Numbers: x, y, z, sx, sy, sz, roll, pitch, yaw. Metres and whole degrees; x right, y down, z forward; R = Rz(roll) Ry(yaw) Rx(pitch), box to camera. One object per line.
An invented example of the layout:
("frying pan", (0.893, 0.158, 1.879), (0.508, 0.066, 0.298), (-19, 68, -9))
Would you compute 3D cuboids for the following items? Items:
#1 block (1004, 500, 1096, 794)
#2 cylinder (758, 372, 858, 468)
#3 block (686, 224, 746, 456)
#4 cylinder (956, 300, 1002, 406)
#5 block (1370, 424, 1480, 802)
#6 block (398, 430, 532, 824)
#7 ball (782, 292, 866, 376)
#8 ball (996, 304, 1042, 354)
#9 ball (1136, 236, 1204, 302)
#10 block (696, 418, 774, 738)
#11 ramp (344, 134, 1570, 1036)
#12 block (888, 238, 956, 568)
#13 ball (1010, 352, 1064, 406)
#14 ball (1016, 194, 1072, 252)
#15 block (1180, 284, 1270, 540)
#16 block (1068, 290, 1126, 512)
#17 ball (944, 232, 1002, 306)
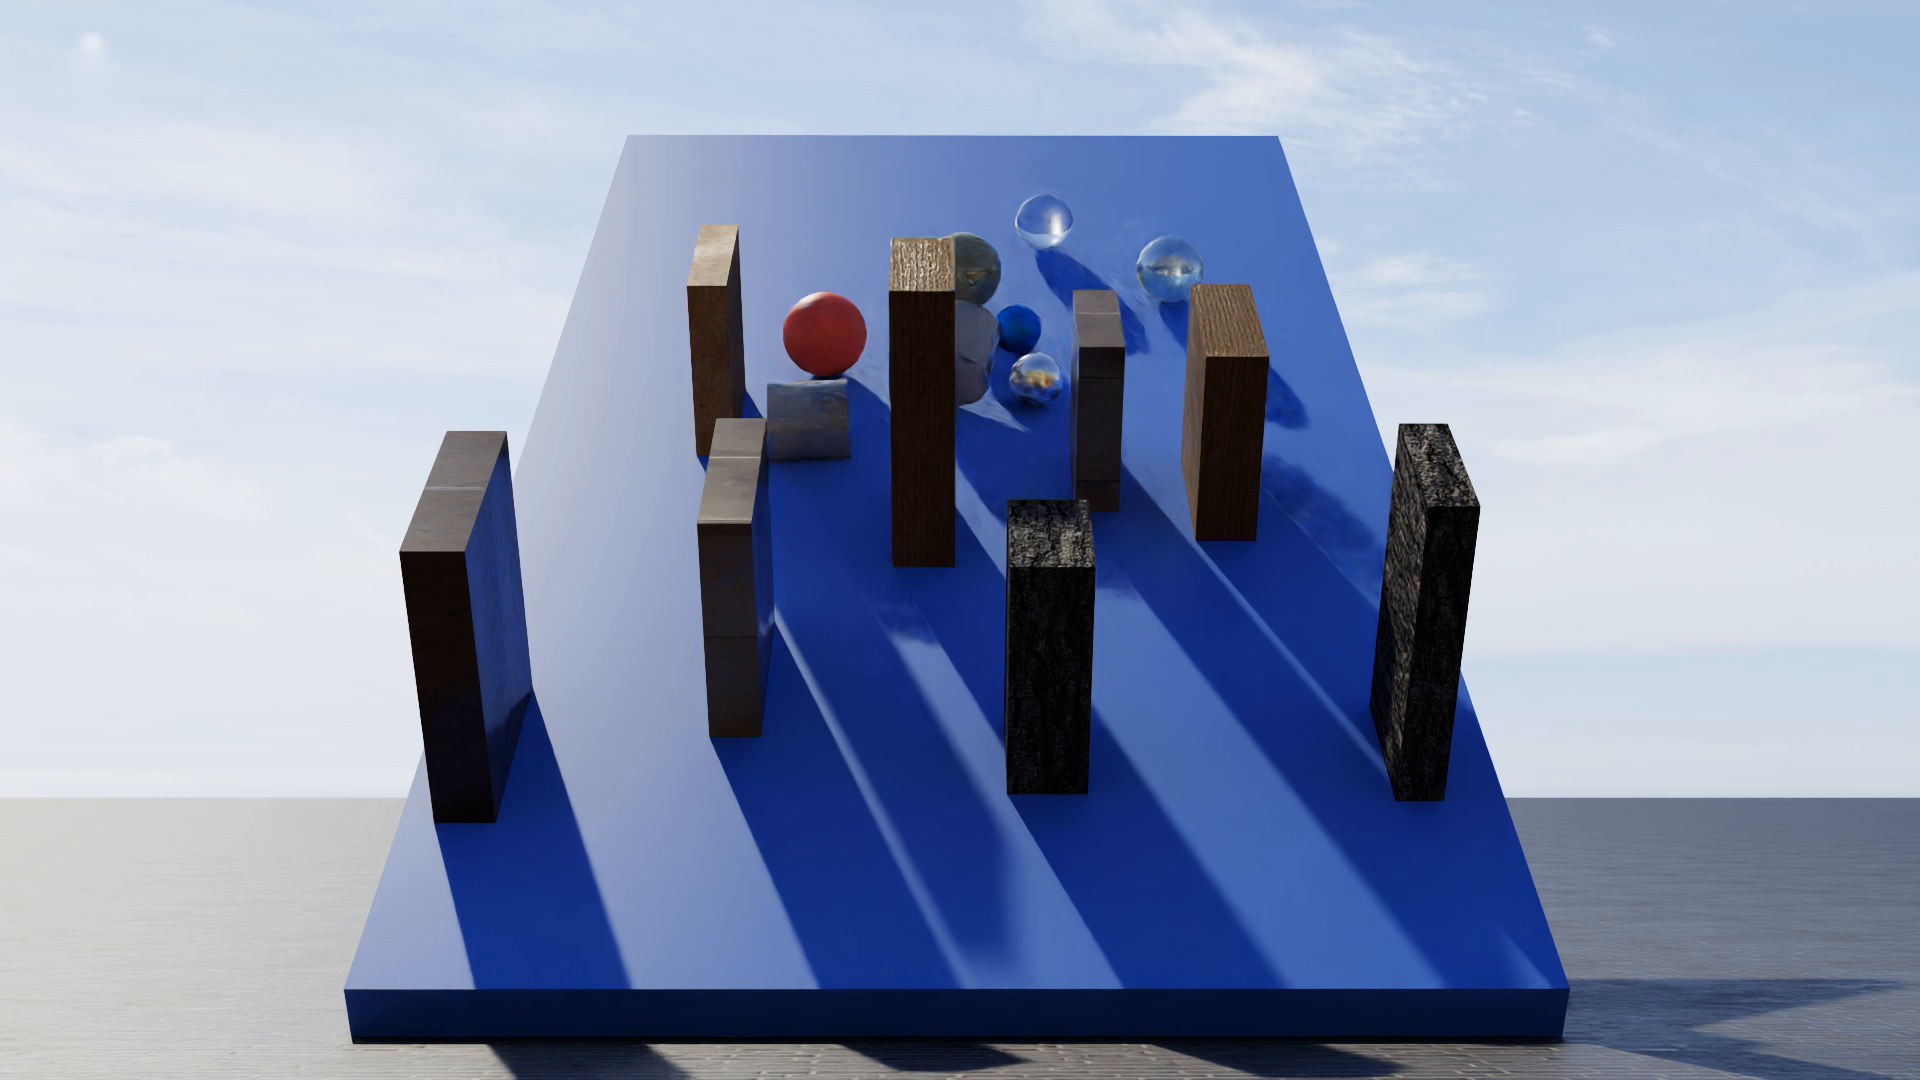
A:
("block", (0.160, 0.196, 4.389), (0.148, 0.481, 0.243), (0, 30, 0))
("cylinder", (-0.346, -0.273, 5.506), (0.183, 0.183, 0.183), (-14, -7, 4))
("block", (-0.564, -0.467, 5.606), (0.088, 0.426, 0.353), (0, 30, 0))
("cylinder", (-0.004, -0.448, 5.774), (0.177, 0.177, 0.177), (8, -40, 7))
("block", (0.837, 0.132, 4.372), (0.088, 0.612, 0.312), (0, 30, 0))
("block", (-0.888, 0.153, 4.375), (0.110, 0.562, 0.445), (0, 30, 0))
("ball", (-0.331, -0.503, 5.895), (0.205, 0.205, 0.205), (0, -6, 0))
("ball", (0.143, -0.527, 6.025), (0.120, 0.120, 0.120), (0, -6, 0))
("ball", (0.548, -0.708, 6.290), (0.175, 0.175, 0.175), (0, -6, 0))
("block", (-0.426, 0.068, 4.627), (0.098, 0.463, 0.419), (0, 30, 0))
("ramp", (-0.013, -0.213, 5.694), (2.000, 0.100, 4.000), (0, 30, 0))
("block", (-0.077, -0.287, 5.078), (0.133, 0.637, 0.272), (0, 30, 0))
("ball", (0.183, -0.384, 5.764), (0.130, 0.130, 0.130), (0, -6, 0))
("ball", (0.230, -0.868, 6.589), (0.156, 0.156, 0.156), (0, -6, 0))
("block", (0.575, -0.281, 5.272), (0.131, 0.440, 0.372), (0, 30, 0))
("block", (0.302, -0.311, 5.362), (0.098, 0.401, 0.300), (0, 30, 0))
("ball", (0.007, -0.695, 6.237), (0.203, 0.203, 0.203), (0, -6, 0))
